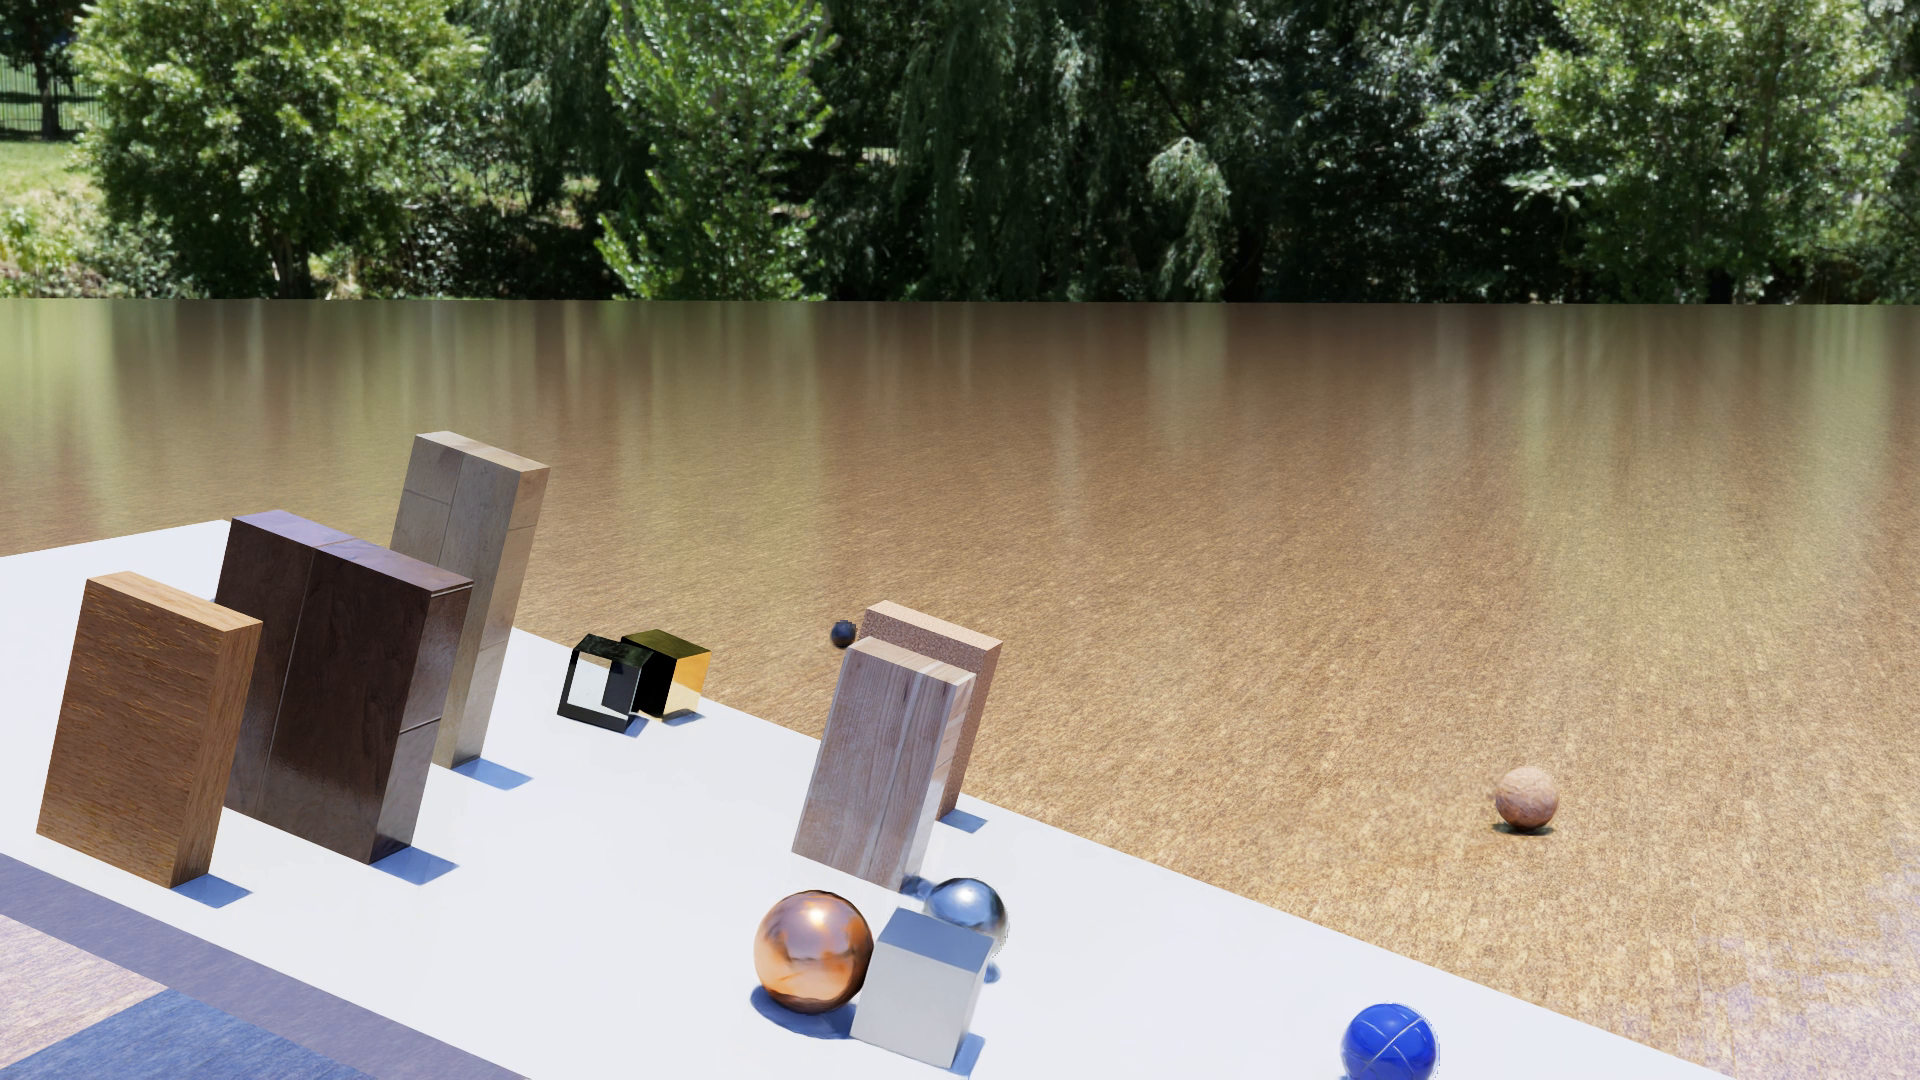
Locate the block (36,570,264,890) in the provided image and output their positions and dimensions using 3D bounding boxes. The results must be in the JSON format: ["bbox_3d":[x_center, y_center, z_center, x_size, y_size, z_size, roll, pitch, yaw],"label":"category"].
[{"bbox_3d":[-1.324,0.307,3.588,0.265,0.446,0.103,19,12,14],"label":"block"}]

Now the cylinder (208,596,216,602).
[{"bbox_3d":[-1.525,0.179,4.661,0.160,0.160,0.160,0,12,-1],"label":"cylinder"}]

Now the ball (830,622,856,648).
[{"bbox_3d":[-0.580,0.474,10.924,0.129,0.129,0.129,0,7,0],"label":"ball"}]

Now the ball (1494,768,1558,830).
[{"bbox_3d":[1.893,0.863,7.347,0.208,0.208,0.208,0,7,0],"label":"ball"}]

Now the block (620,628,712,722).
[{"bbox_3d":[-0.703,0.315,5.137,0.156,0.156,0.156,20,12,21],"label":"block"}]

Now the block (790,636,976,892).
[{"bbox_3d":[-0.155,0.454,4.469,0.241,0.448,0.132,19,12,14],"label":"block"}]

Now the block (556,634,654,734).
[{"bbox_3d":[-0.800,0.323,4.967,0.156,0.156,0.156,16,11,0],"label":"block"}]

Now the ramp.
[{"bbox_3d":[-0.375,0.730,4.238,4.000,0.100,2.000,19,12,14],"label":"ramp"}]

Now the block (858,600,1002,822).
[{"bbox_3d":[-0.110,0.383,4.971,0.293,0.409,0.129,19,12,14],"label":"block"}]

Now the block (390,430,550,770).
[{"bbox_3d":[-1.030,0.120,4.427,0.241,0.628,0.122,19,12,14],"label":"block"}]

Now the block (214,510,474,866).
[{"bbox_3d":[-1.135,0.257,3.918,0.408,0.512,0.142,19,12,14],"label":"block"}]

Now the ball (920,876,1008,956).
[{"bbox_3d":[0.007,0.718,4.144,0.164,0.164,0.164,0,7,0],"label":"ball"}]

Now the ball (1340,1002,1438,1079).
[{"bbox_3d":[0.794,0.948,4.073,0.178,0.178,0.178,0,7,0],"label":"ball"}]

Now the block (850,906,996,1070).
[{"bbox_3d":[-0.063,0.767,3.773,0.180,0.180,0.180,17,11,7],"label":"block"}]

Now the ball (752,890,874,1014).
[{"bbox_3d":[-0.250,0.702,3.757,0.208,0.208,0.208,0,7,0],"label":"ball"}]
